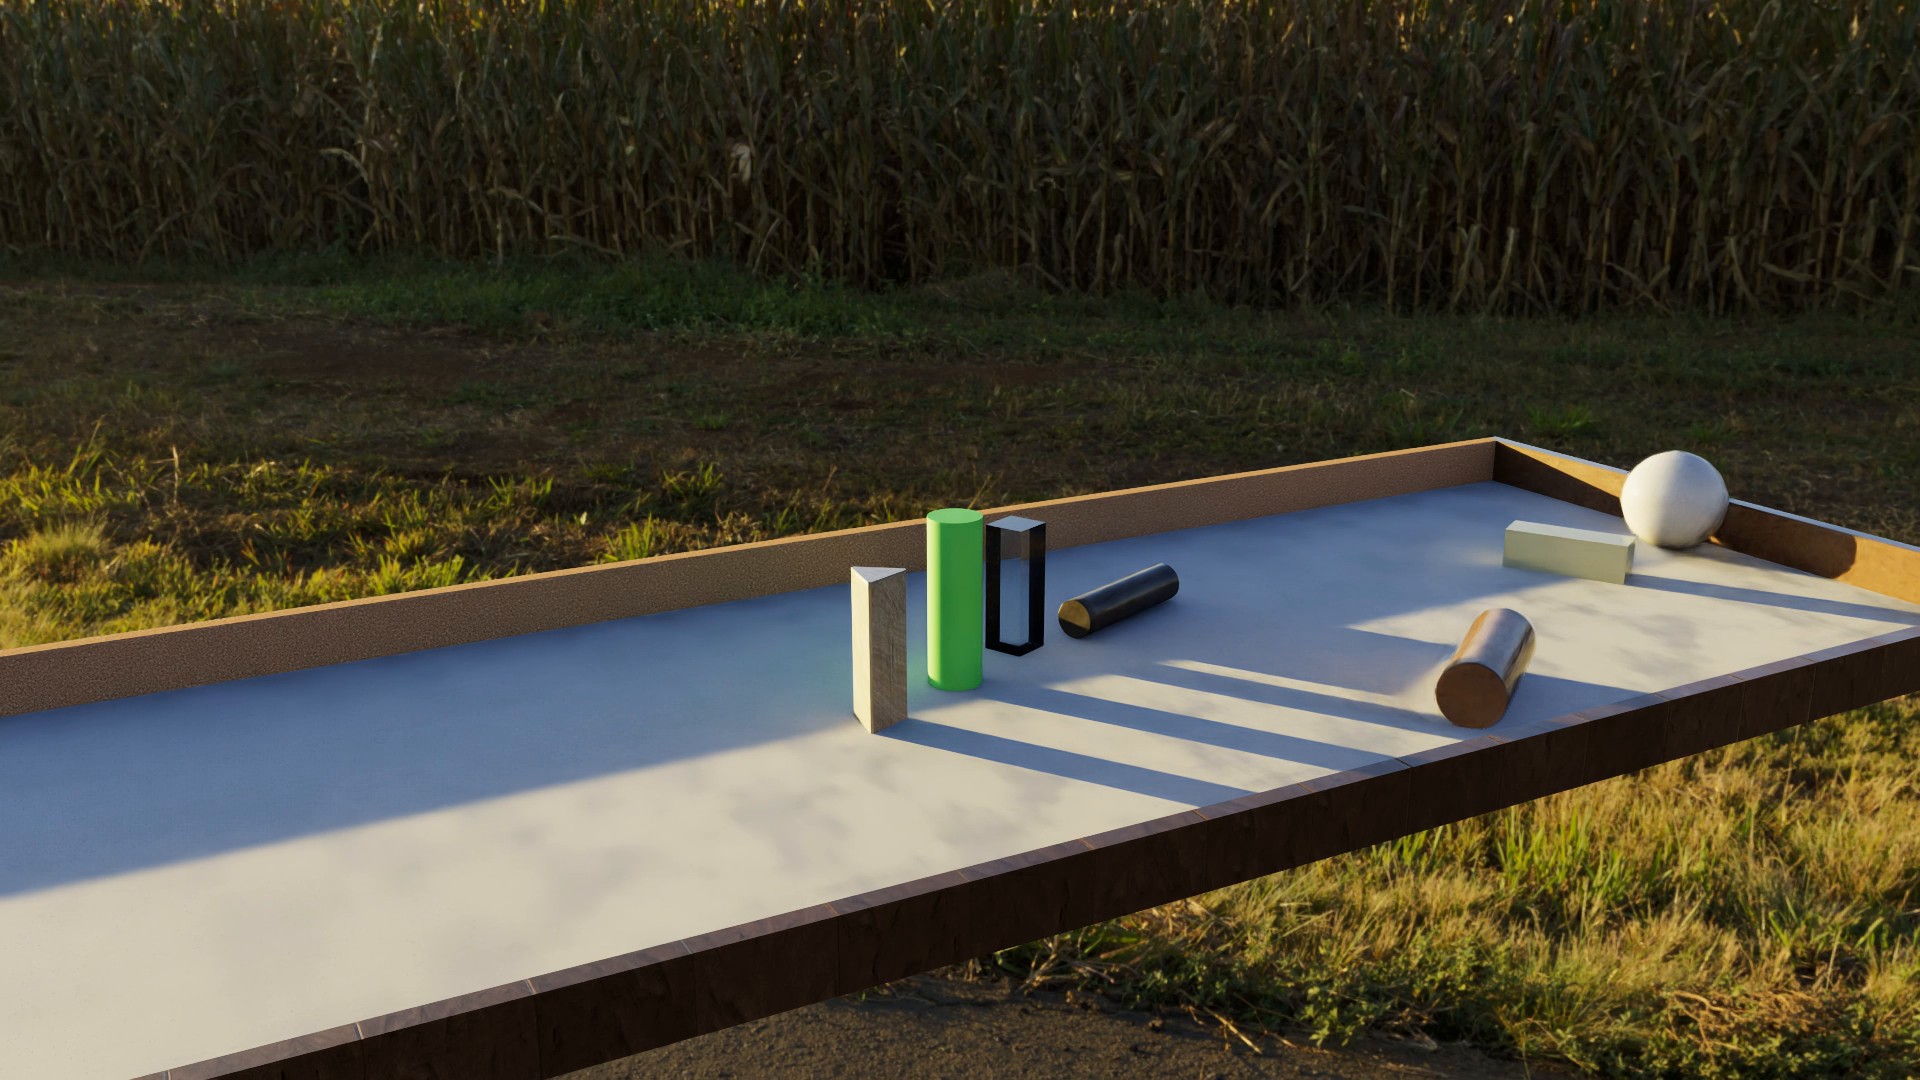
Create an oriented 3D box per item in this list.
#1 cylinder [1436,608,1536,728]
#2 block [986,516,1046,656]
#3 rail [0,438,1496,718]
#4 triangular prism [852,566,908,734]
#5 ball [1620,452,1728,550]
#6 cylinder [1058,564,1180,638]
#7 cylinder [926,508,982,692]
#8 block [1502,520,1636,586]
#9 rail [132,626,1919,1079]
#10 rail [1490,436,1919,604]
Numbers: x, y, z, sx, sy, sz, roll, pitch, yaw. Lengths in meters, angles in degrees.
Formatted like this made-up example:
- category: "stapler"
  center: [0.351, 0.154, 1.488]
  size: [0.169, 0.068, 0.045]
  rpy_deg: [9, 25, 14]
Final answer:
- category: "cylinder"
  center: [1.286, 0.307, 4.024]
  size: [0.162, 0.162, 0.445]
  rpy_deg: [8, 18, 25]
- category: "block"
  center: [0.146, 0.120, 4.341]
  size: [0.112, 0.341, 0.112]
  rpy_deg: [12, 20, 36]
- category: "rail"
  center: [-3.305, 0.497, 3.399]
  size: [12.000, 0.150, 0.050]
  rpy_deg: [-9, 18, -27]
- category: "triangular prism"
  center: [-0.208, 0.249, 3.853]
  size: [0.110, 0.369, 0.126]
  rpy_deg: [12, 20, 36]
- category: "ball"
  center: [2.263, -0.125, 5.226]
  size: [0.313, 0.313, 0.313]
  rpy_deg: [0, 16, 0]
- category: "cylinder"
  center: [0.447, 0.166, 4.597]
  size: [0.107, 0.107, 0.437]
  rpy_deg: [13, 21, 38]
- category: "cylinder"
  center: [-0.012, 0.148, 4.086]
  size: [0.137, 0.432, 0.137]
  rpy_deg: [0, 16, 0]
- category: "block"
  center: [1.851, 0.036, 5.020]
  size: [0.355, 0.119, 0.119]
  rpy_deg: [10, 19, 30]
- category: "rail"
  center: [-2.336, 1.006, 1.665]
  size: [12.000, 0.150, 0.050]
  rpy_deg: [-9, 18, -27]
- category: "rail"
  center: [2.466, -0.048, 5.253]
  size: [0.050, 0.150, 2.100]
  rpy_deg: [-9, 18, -27]
